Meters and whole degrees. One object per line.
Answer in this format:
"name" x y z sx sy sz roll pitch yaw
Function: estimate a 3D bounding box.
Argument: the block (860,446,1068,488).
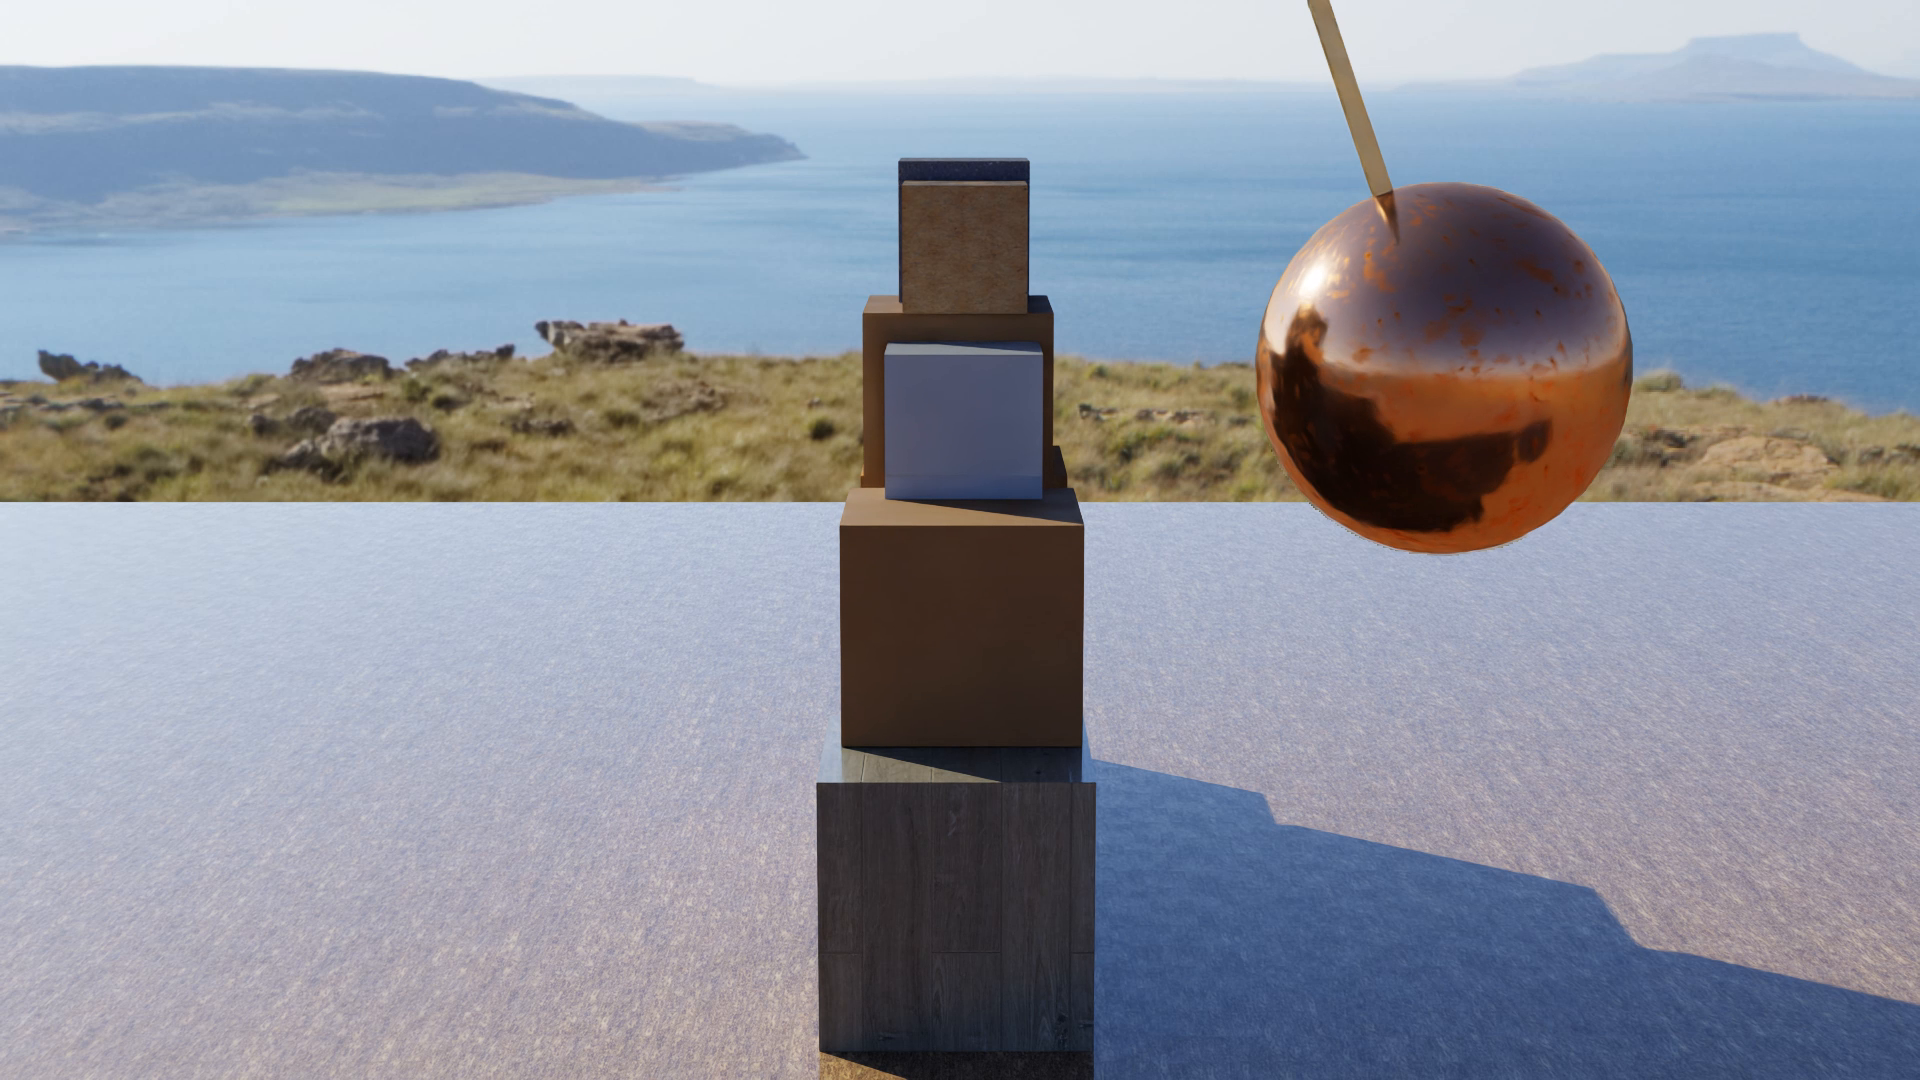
"block" 0.017 0.103 11.609 0.893 0.940 0.918 0 10 0

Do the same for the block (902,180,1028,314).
"block" 0.020 -1.227 10.699 0.510 0.520 0.499 0 10 0

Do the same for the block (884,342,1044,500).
"block" 0.014 -0.489 10.321 0.620 0.570 0.548 0 10 0

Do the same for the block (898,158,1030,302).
"block" 0.017 -1.357 11.192 0.558 0.600 0.498 0 10 0

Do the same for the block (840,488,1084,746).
"block" 0.007 0.282 10.007 0.906 0.841 0.920 0 10 0

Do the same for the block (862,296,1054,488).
"block" -0.008 -0.643 11.015 0.785 0.741 0.867 0 10 0

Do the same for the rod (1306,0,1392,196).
"rod" 0.899 -3.877 10.475 0.080 5.200 0.080 -20 10 4

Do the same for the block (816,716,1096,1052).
"block" -0.014 1.277 9.716 0.999 1.012 0.962 0 10 0

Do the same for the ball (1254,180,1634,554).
"ball" 2.074 -0.738 11.046 1.600 1.600 1.600 0 10 0
